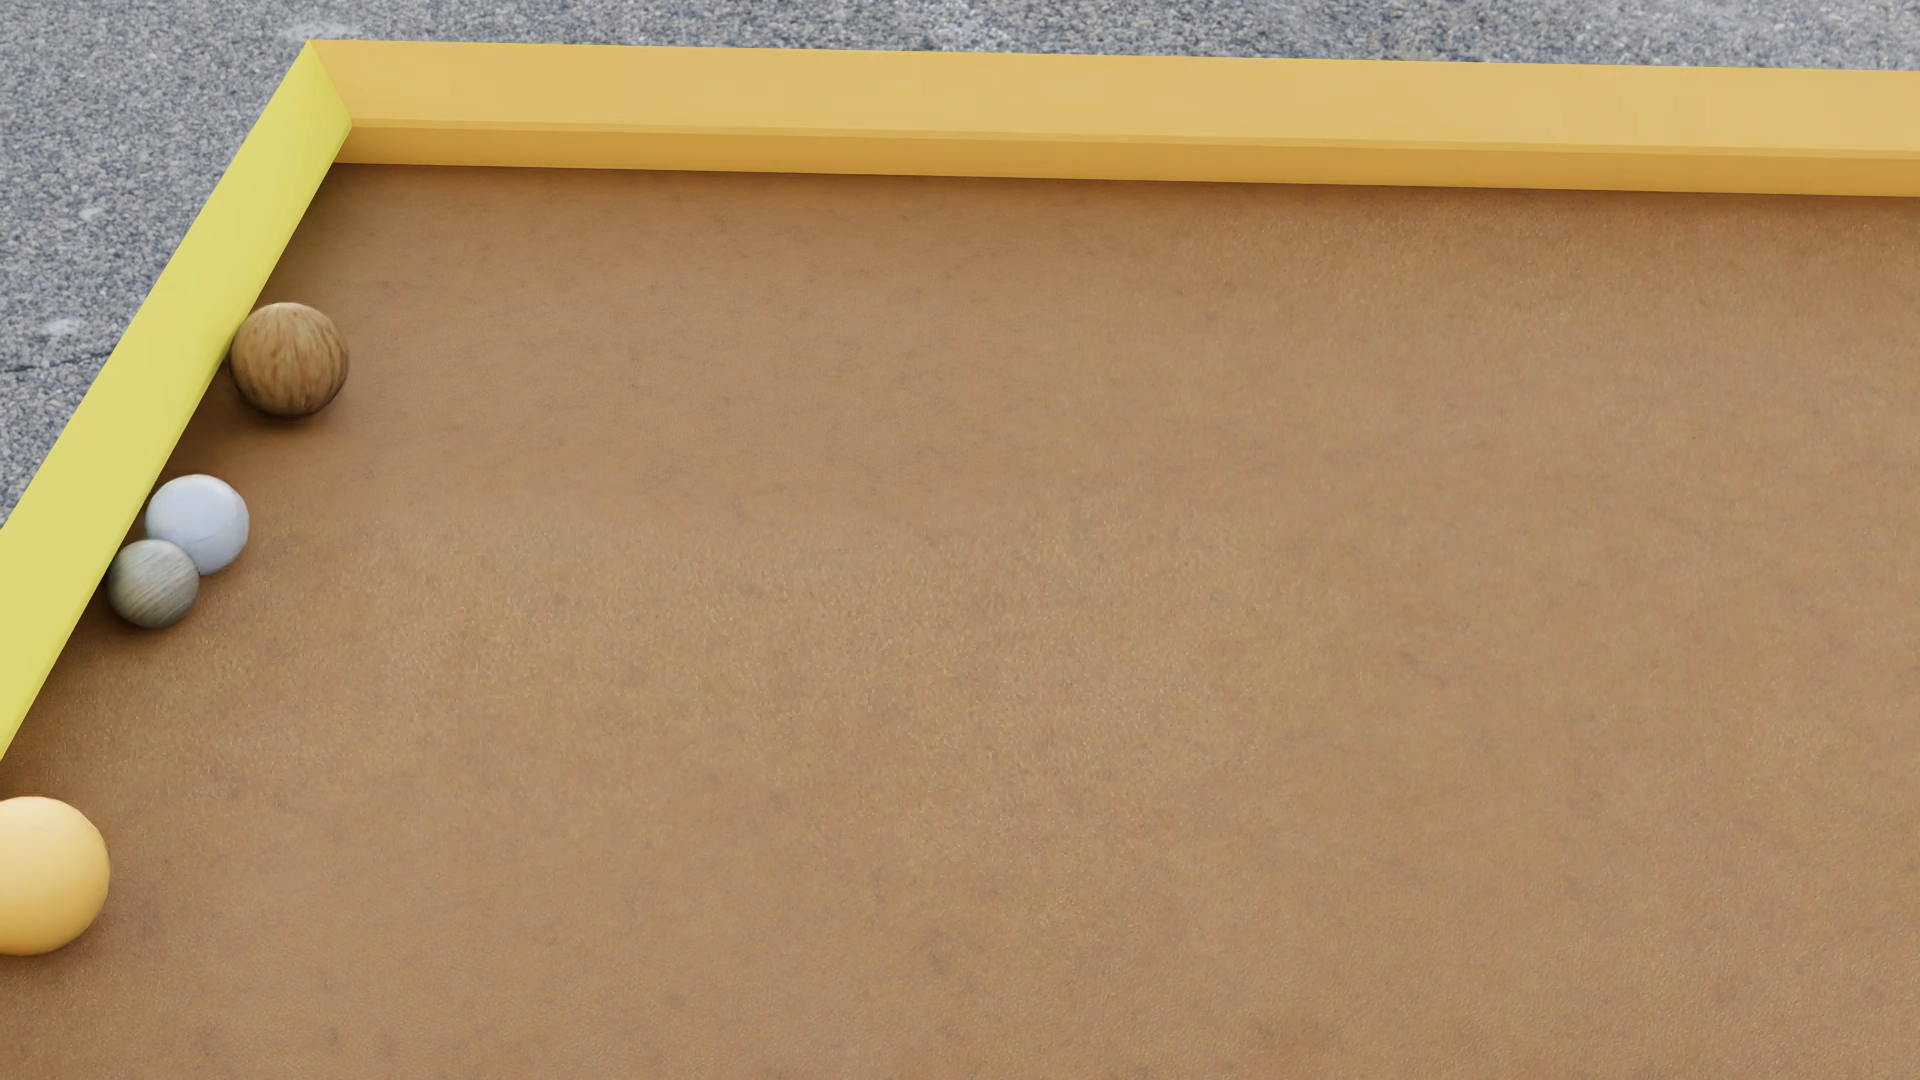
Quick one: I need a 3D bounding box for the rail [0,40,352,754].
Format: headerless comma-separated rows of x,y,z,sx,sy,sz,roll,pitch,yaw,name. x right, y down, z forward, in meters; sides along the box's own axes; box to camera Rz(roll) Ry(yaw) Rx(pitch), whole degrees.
-0.630,-0.038,1.920,0.045,0.127,1.357,2,35,2,rail

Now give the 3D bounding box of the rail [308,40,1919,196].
0.685,-0.375,2.407,2.619,0.127,0.045,2,35,2,rail

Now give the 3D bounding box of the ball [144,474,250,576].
-0.573,-0.011,1.928,0.076,0.076,0.076,0,35,0,ball

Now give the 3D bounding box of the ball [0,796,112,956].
-0.578,0.208,1.592,0.098,0.098,0.098,0,35,0,ball

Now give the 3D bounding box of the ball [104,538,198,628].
-0.591,0.032,1.875,0.066,0.066,0.066,0,35,0,ball

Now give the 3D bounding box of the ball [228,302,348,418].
-0.552,-0.147,2.108,0.095,0.095,0.095,0,35,0,ball
